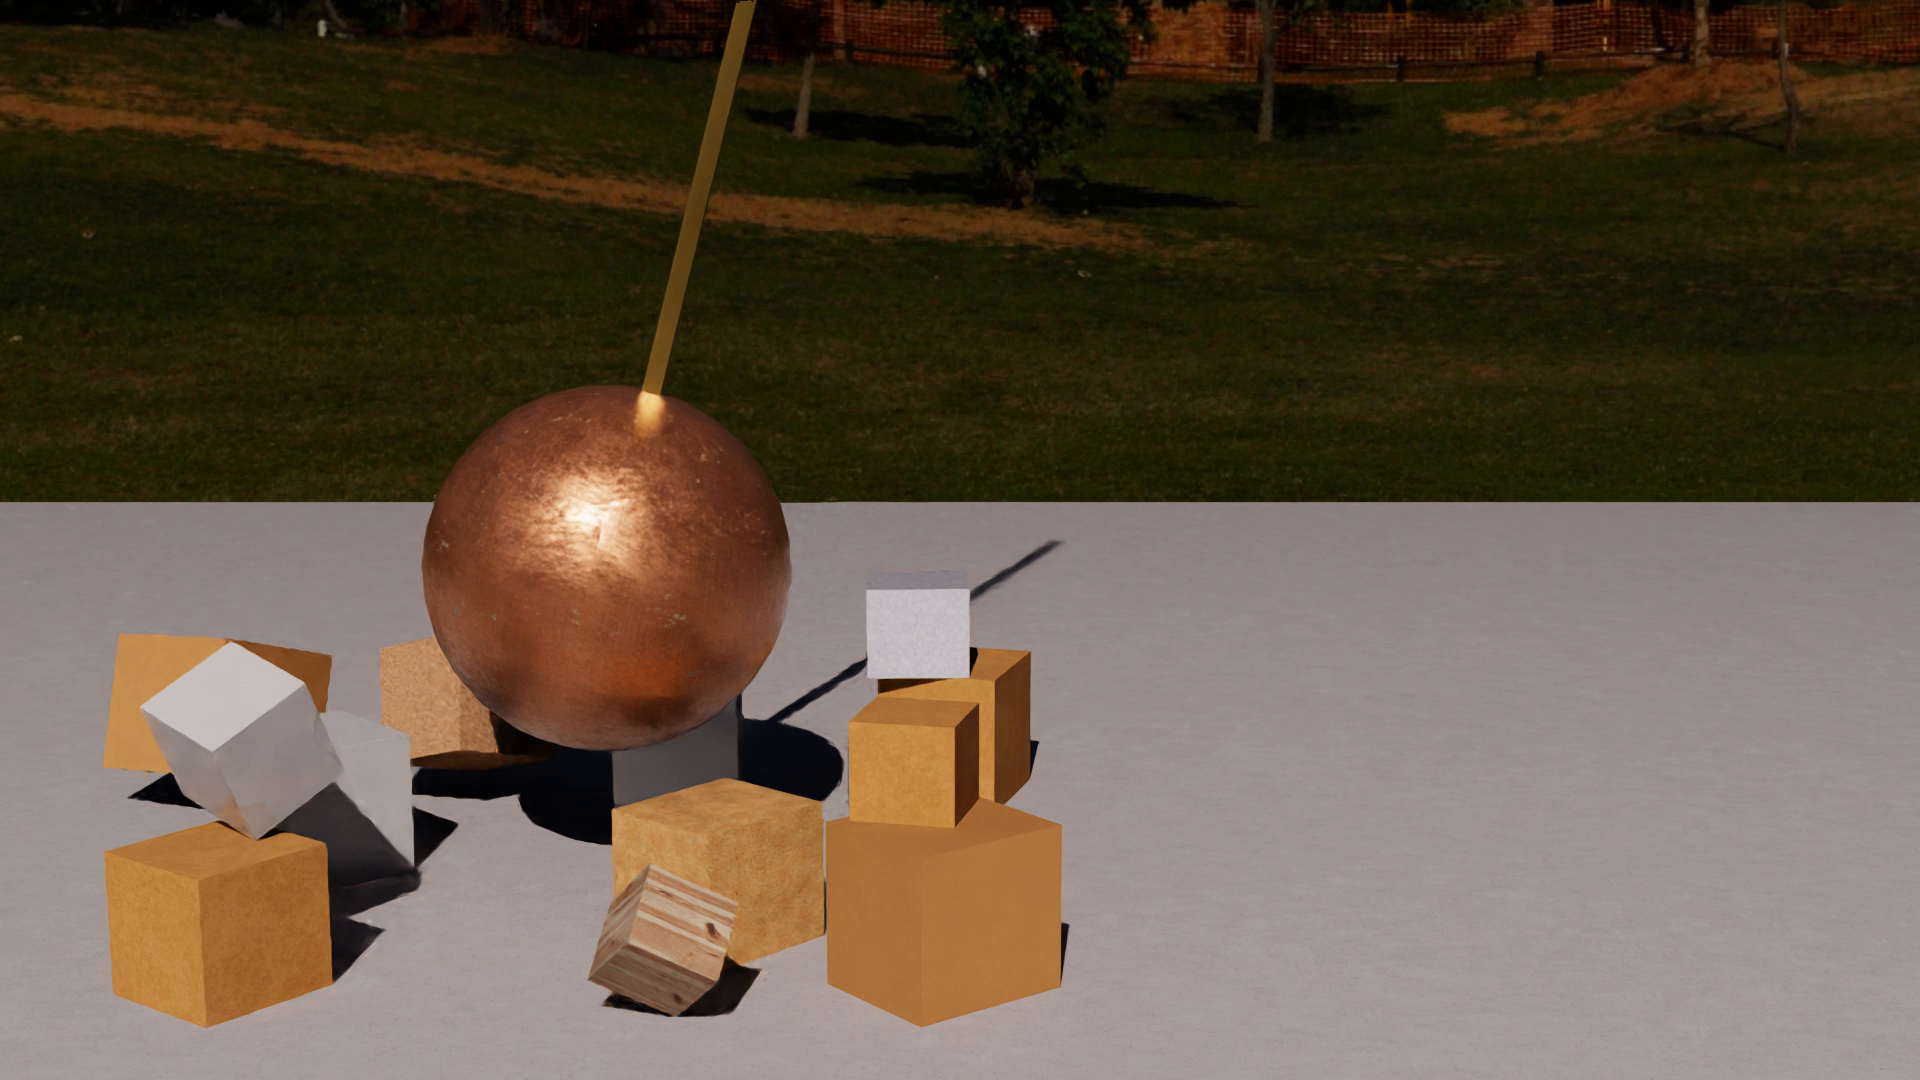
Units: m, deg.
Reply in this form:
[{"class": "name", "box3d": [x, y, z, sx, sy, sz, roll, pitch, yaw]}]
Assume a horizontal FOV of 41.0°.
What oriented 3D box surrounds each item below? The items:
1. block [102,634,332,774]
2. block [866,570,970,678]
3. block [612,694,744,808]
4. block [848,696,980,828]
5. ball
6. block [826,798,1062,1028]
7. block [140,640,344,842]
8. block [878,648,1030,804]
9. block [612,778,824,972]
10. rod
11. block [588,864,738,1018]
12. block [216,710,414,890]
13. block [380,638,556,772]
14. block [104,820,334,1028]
[{"class": "block", "box3d": [-3.611, 0.832, 12.511, 0.682, 0.648, 0.746, 1, -8, 28]}, {"class": "block", "box3d": [-0.205, 0.407, 12.431, 0.488, 0.432, 0.460, 0, 10, -2]}, {"class": "block", "box3d": [-1.337, 1.002, 12.241, 0.578, 0.649, 0.638, 0, 10, -2]}, {"class": "block", "box3d": [-0.176, 0.864, 10.039, 0.419, 0.395, 0.414, 2, 11, 13]}, {"class": "ball", "box3d": [-1.534, 0.122, 11.203, 1.600, 1.600, 1.600, 0, 10, 0]}, {"class": "block", "box3d": [-0.063, 1.415, 9.948, 0.686, 0.656, 0.599, -8, 13, -38]}, {"class": "block", "box3d": [-2.811, 0.784, 10.060, 0.504, 0.475, 0.448, 22, 49, 37]}, {"class": "block", "box3d": [-0.022, 0.922, 12.647, 0.586, 0.660, 0.666, 3, 11, 16]}, {"class": "block", "box3d": [-0.986, 1.361, 10.484, 0.568, 0.571, 0.640, 9, 14, 40]}, {"class": "rod", "box3d": [-0.665, -3.112, 10.615, 0.080, 5.200, 0.080, 15, 10, -3]}, {"class": "block", "box3d": [-1.109, 1.500, 9.588, 0.372, 0.341, 0.370, 27, -41, -17]}, {"class": "block", "box3d": [-2.874, 1.165, 11.410, 0.627, 0.625, 0.617, -10, 14, -43]}, {"class": "block", "box3d": [-2.404, 0.800, 12.546, 0.555, 0.565, 0.623, -12, -15, 35]}, {"class": "block", "box3d": [-2.859, 1.463, 9.912, 0.584, 0.574, 0.590, 8, 13, 37]}]
